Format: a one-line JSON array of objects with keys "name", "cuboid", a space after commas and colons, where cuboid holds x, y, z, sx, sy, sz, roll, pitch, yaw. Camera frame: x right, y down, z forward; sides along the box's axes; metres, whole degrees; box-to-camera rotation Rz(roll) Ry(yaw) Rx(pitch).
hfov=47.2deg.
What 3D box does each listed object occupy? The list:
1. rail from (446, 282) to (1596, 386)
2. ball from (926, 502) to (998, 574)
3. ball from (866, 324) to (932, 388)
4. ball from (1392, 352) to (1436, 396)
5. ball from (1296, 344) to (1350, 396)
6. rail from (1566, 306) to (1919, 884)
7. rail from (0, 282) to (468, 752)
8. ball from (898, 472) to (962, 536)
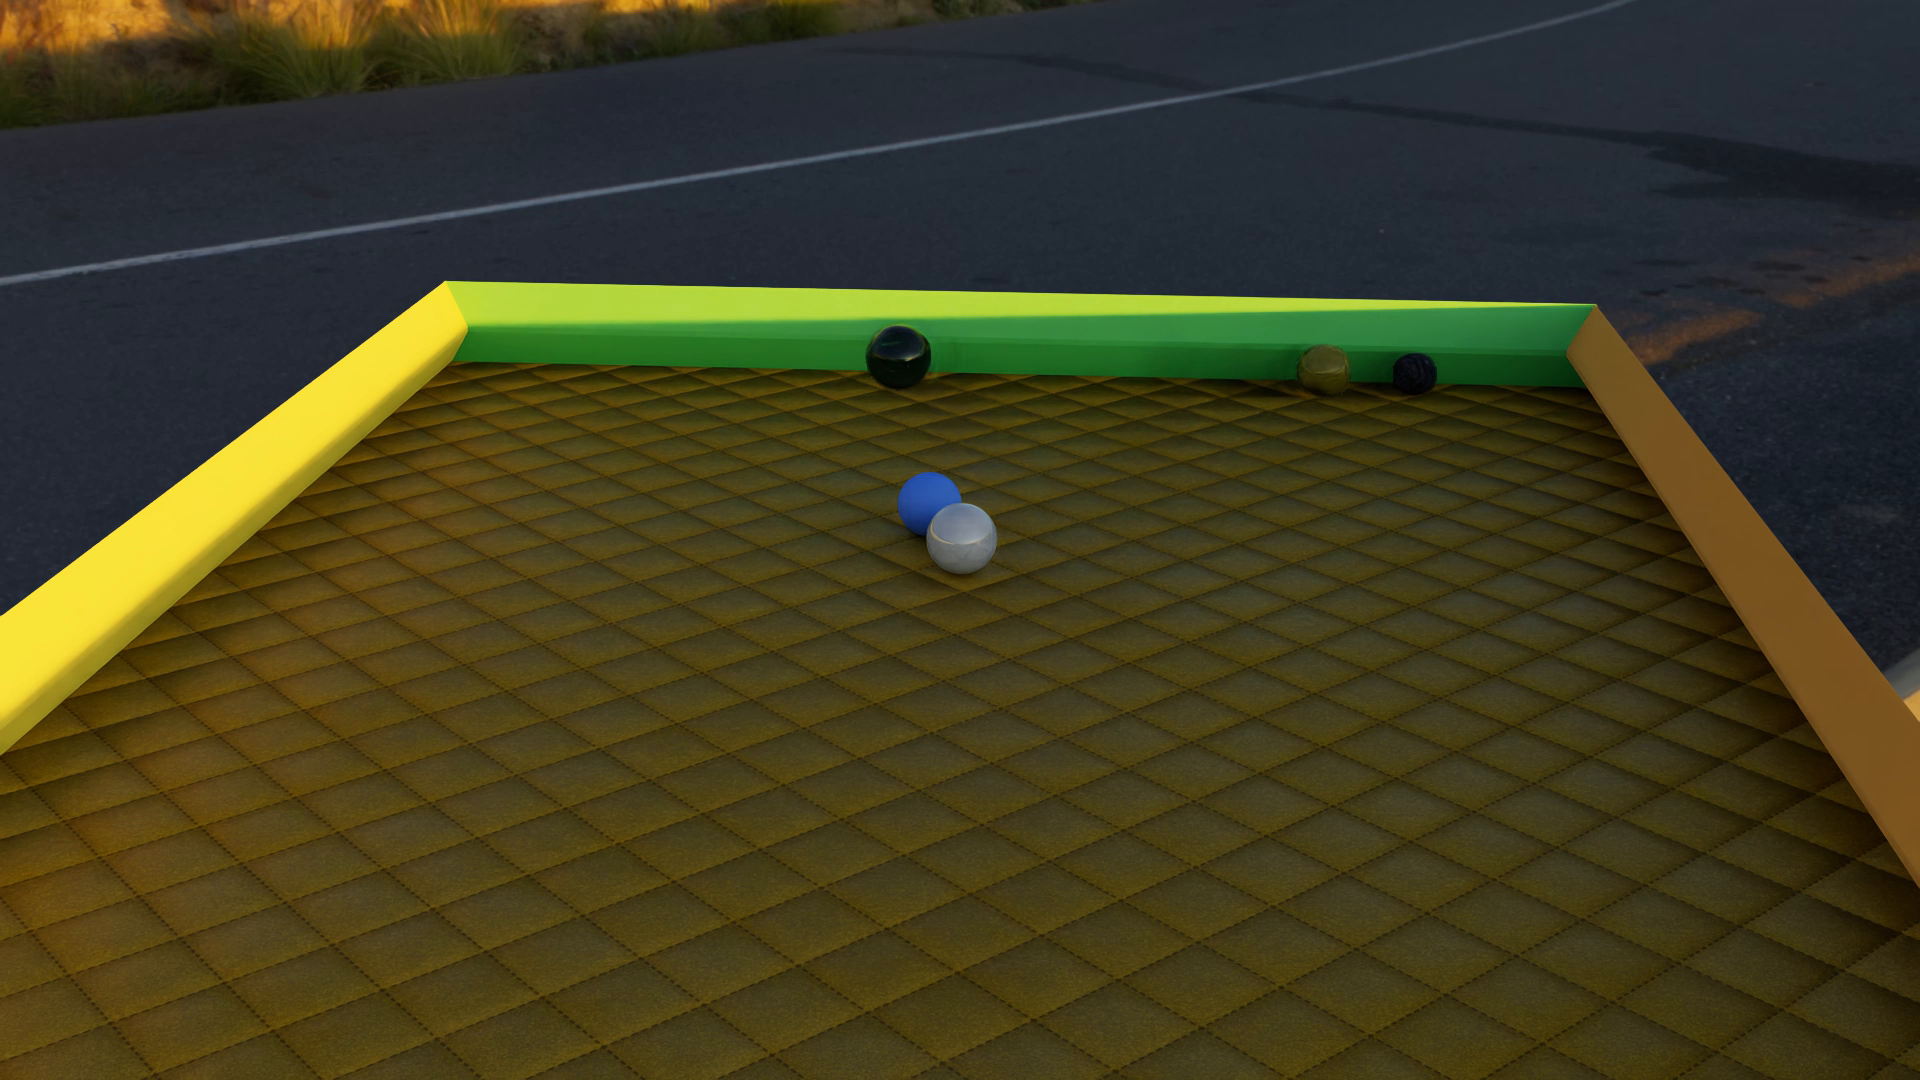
[{"name": "rail", "cuboid": [0.070, -0.304, 3.295, 1.730, 0.124, 0.045, 2, 20, 5]}, {"name": "ball", "cuboid": [0.002, -0.002, 2.525, 0.082, 0.082, 0.082, 0, 20, 0]}, {"name": "ball", "cuboid": [-0.090, -0.271, 3.248, 0.096, 0.096, 0.096, 0, 20, 0]}, {"name": "ball", "cuboid": [0.664, -0.243, 3.220, 0.062, 0.062, 0.062, 0, 20, 0]}, {"name": "ball", "cuboid": [0.530, -0.248, 3.212, 0.077, 0.077, 0.077, 0, 20, 0]}, {"name": "rail", "cuboid": [0.766, 0.293, 1.649, 0.045, 0.124, 3.418, 2, 20, 5]}, {"name": "rail", "cuboid": [-0.911, 0.244, 1.783, 0.045, 0.124, 3.418, 2, 20, 5]}, {"name": "ball", "cuboid": [-0.036, -0.043, 2.645, 0.078, 0.078, 0.078, 0, 20, 0]}]
